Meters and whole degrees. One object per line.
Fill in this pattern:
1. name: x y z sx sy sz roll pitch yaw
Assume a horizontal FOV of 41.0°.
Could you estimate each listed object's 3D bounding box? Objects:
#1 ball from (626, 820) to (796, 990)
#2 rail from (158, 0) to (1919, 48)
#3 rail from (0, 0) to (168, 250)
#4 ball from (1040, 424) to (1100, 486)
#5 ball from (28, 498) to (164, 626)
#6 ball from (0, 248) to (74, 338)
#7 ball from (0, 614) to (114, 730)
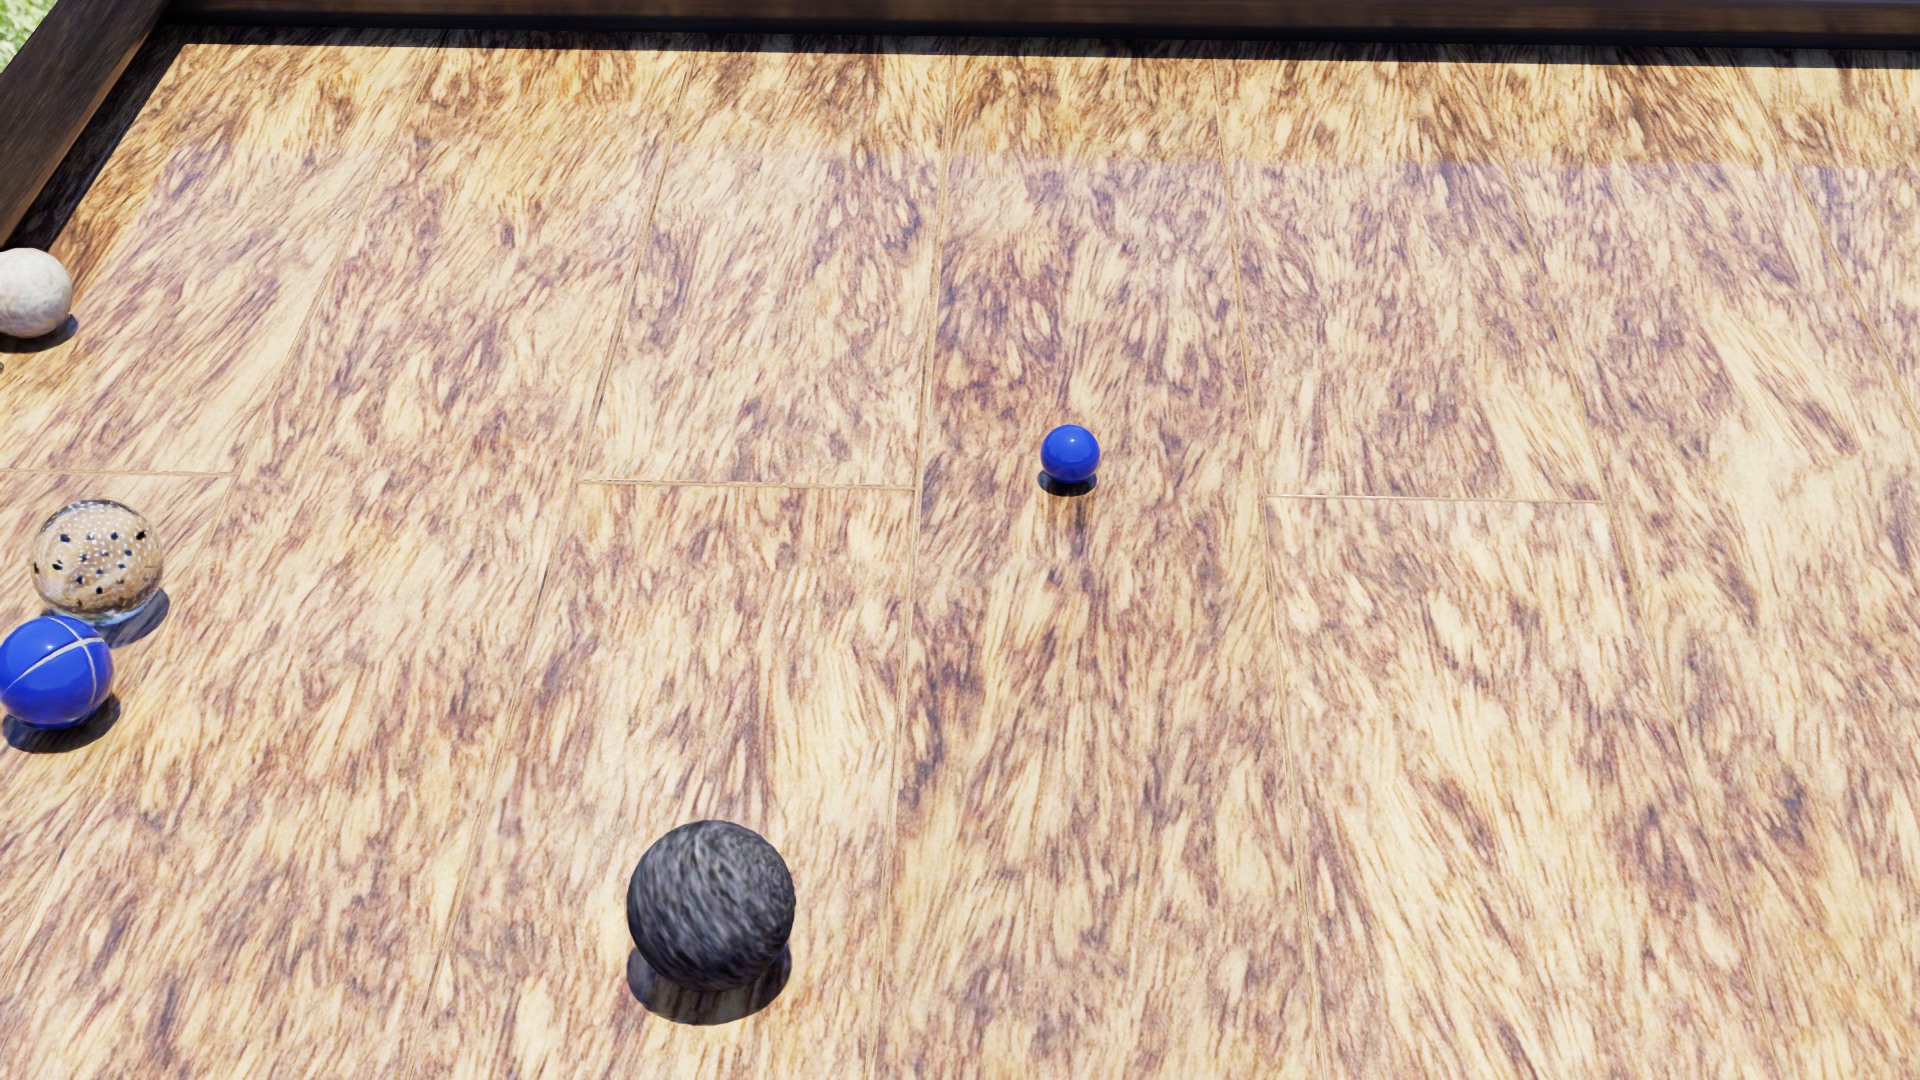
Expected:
1. ball: -0.140 0.205 1.445 0.095 0.095 0.095 0 36 0
2. rail: 0.851 -0.512 2.422 3.287 0.124 0.045 1 36 2
3. rail: -0.798 -0.040 1.762 0.045 0.124 1.782 1 36 2
4. ball: 0.080 -0.062 1.862 0.044 0.044 0.044 0 36 0
5. ball: -0.578 0.015 1.719 0.086 0.086 0.086 0 36 0
6. ball: -0.738 -0.195 2.025 0.071 0.071 0.071 0 36 0
7. ball: -0.576 0.085 1.632 0.074 0.074 0.074 0 36 0
